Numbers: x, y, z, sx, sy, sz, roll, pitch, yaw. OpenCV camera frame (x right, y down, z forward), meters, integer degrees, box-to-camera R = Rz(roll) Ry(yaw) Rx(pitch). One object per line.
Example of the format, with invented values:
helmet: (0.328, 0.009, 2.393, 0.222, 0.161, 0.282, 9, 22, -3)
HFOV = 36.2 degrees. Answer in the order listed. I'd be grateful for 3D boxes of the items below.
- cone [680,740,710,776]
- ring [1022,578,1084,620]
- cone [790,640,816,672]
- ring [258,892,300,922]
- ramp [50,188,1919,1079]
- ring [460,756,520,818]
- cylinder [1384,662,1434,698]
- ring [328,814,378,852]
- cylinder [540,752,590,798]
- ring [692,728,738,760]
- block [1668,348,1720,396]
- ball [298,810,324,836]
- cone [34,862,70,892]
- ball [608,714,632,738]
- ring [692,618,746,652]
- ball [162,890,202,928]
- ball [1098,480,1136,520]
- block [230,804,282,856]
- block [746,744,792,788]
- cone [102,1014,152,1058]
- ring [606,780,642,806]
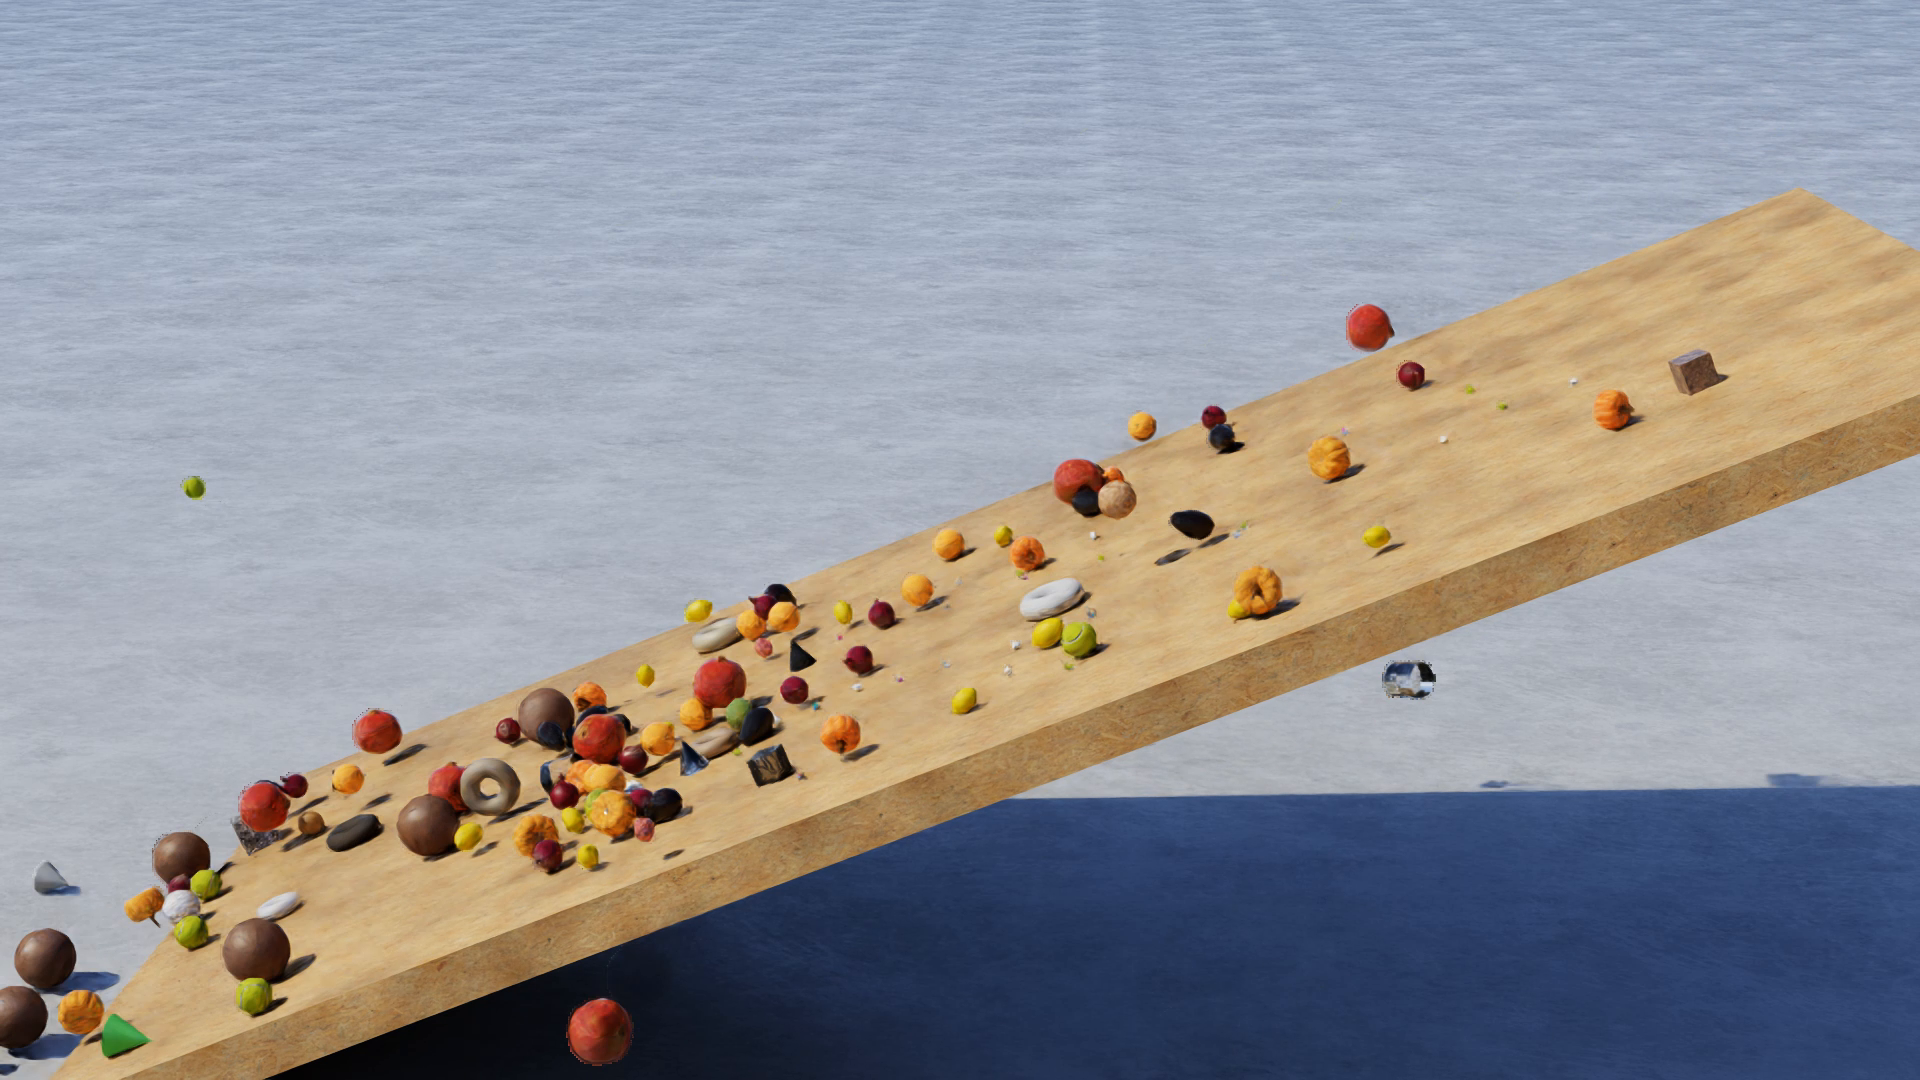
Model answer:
cone: (-0.552, 0.437, 5.990, 0.067, 0.067, 0.067, -22, 12, 5)
ring: (0.190, 0.122, 6.045, 0.137, 0.046, 0.137, -21, 13, 5)
cone: (-0.357, 0.247, 6.452, 0.065, 0.065, 0.065, -22, 12, 5)
ring: (-1.443, 0.778, 6.234, 0.097, 0.032, 0.097, -23, 11, 5)
ramp: (0.126, 0.173, 6.289, 4.000, 0.100, 2.000, -21, 12, 7)
ring: (-0.995, 0.523, 6.225, 0.130, 0.130, 0.043, -3, -6, -10)
cylinder: (0.772, 0.240, 5.054, 0.059, 0.059, 0.059, -12, 6, -39)
ring: (-1.358, 0.654, 6.584, 0.125, 0.042, 0.125, -24, 14, 6)
cylinder: (-0.836, 0.498, 6.220, 0.077, 0.077, 0.077, -21, 8, 18)
ring: (-0.508, 0.421, 6.055, 0.107, 0.036, 0.107, -23, 12, 5)
block: (1.418, -0.324, 5.680, 0.064, 0.064, 0.064, -24, 12, -3)
ball: (-1.499, 0.655, 6.795, 0.059, 0.059, 0.059, 0, 14, 0)
cone: (-2.135, 0.807, 6.956, 0.074, 0.074, 0.074, 11, 17, 15)
ball: (-0.753, 0.411, 6.502, 0.052, 0.052, 0.052, 0, 14, 0)
ring: (-0.572, 0.226, 6.985, 0.136, 0.045, 0.136, -21, 11, 4)
ball: (-1.709, 0.809, 6.460, 0.083, 0.083, 0.083, 0, 14, 0)
ball: (0.321, -0.082, 6.008, 0.079, 0.079, 0.079, 0, 14, 0)
block: (-1.658, 0.680, 6.920, 0.082, 0.082, 0.082, -27, 13, -17)
block: (-0.368, 0.436, 5.686, 0.055, 0.055, 0.055, -17, 14, 26)
cone: (-1.608, 0.967, 5.709, 0.085, 0.085, 0.085, 6, 15, 7)
ring: (-0.684, 0.516, 5.985, 0.081, 0.027, 0.081, -22, 14, 6)
